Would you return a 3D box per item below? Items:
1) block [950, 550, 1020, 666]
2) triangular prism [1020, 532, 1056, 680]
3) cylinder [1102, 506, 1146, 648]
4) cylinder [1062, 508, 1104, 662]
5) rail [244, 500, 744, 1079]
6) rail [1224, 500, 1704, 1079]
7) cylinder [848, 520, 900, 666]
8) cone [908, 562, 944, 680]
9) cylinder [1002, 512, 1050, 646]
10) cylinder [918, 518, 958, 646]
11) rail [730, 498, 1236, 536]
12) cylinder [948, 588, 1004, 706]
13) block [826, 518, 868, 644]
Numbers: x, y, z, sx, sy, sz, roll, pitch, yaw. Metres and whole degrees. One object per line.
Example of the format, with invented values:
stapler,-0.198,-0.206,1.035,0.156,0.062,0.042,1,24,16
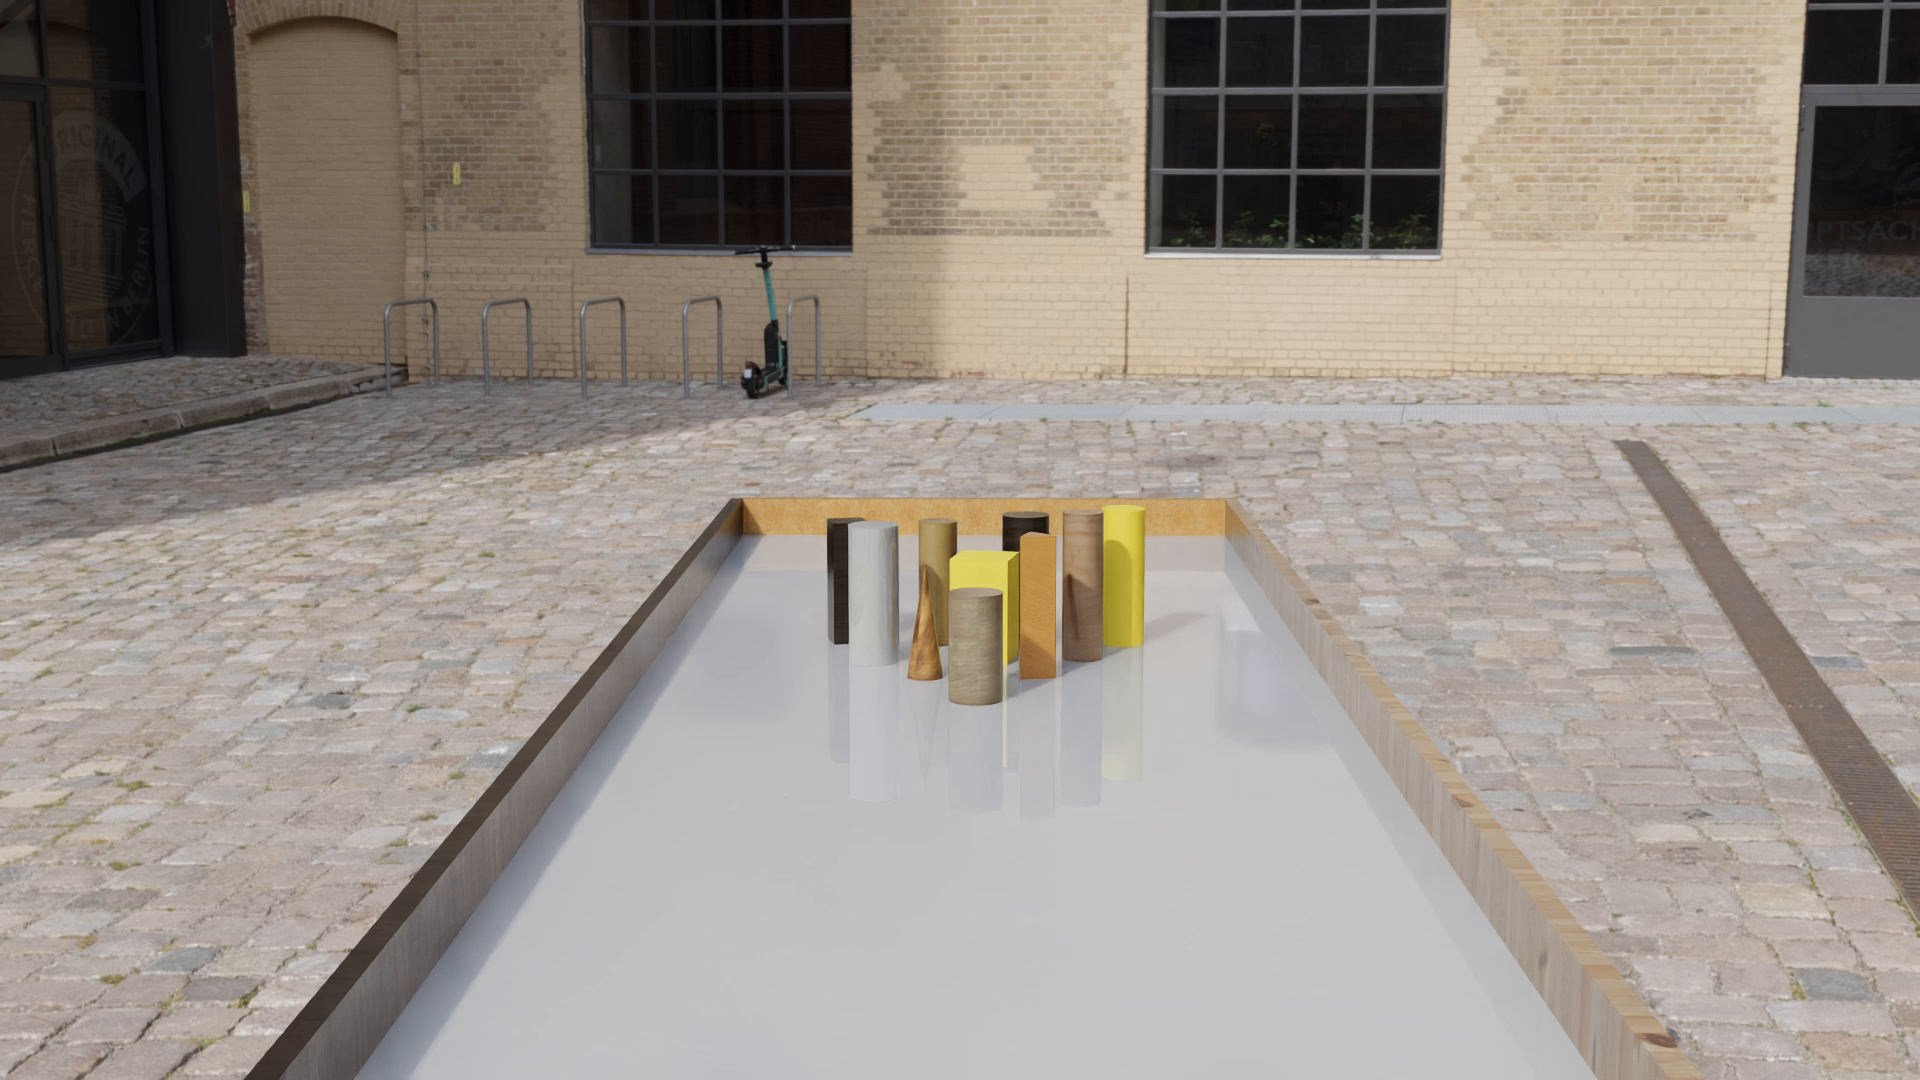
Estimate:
block,0.076,0.204,6.707,0.177,0.318,0.177,2,9,13
triangular prism,0.218,0.191,6.456,0.107,0.422,0.093,-2,9,-11
cylinder,0.513,0.113,6.924,0.136,0.430,0.136,0,9,0
cylinder,0.374,0.138,6.694,0.125,0.452,0.125,0,9,0
rail,-1.004,0.839,3.234,0.050,0.150,12.000,0,9,1
rail,1.046,0.843,3.208,0.050,0.150,12.000,0,9,1
cylinder,-0.261,0.161,6.655,0.153,0.419,0.153,0,9,0
cone,-0.103,0.231,6.442,0.107,0.347,0.107,0,9,0
cylinder,0.206,0.122,6.938,0.148,0.408,0.148,0,9,0
cylinder,-0.069,0.132,6.930,0.123,0.390,0.123,0,9,0
rail,0.099,-0.098,9.147,2.100,0.150,0.050,0,9,1
cylinder,0.044,0.297,6.156,0.153,0.307,0.153,0,9,0
block,-0.354,0.129,6.965,0.115,0.385,0.115,-2,9,-13
